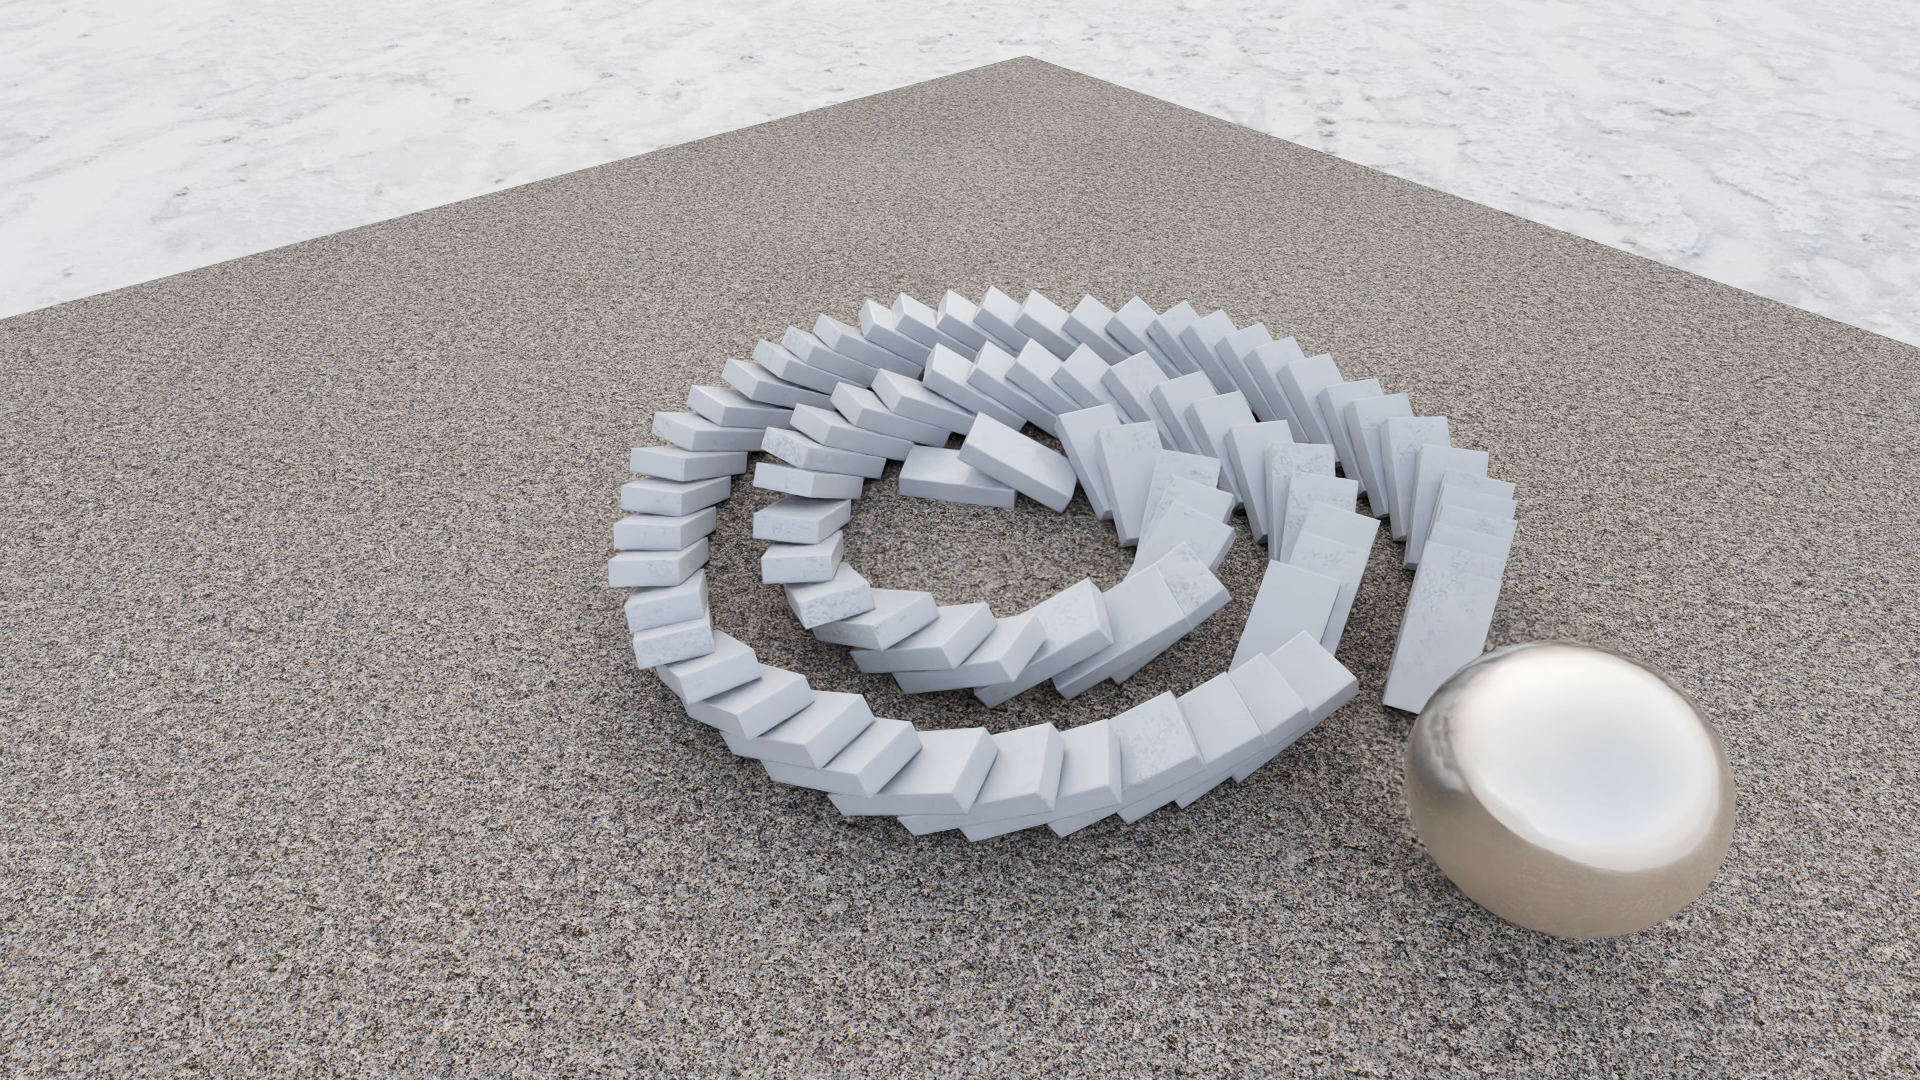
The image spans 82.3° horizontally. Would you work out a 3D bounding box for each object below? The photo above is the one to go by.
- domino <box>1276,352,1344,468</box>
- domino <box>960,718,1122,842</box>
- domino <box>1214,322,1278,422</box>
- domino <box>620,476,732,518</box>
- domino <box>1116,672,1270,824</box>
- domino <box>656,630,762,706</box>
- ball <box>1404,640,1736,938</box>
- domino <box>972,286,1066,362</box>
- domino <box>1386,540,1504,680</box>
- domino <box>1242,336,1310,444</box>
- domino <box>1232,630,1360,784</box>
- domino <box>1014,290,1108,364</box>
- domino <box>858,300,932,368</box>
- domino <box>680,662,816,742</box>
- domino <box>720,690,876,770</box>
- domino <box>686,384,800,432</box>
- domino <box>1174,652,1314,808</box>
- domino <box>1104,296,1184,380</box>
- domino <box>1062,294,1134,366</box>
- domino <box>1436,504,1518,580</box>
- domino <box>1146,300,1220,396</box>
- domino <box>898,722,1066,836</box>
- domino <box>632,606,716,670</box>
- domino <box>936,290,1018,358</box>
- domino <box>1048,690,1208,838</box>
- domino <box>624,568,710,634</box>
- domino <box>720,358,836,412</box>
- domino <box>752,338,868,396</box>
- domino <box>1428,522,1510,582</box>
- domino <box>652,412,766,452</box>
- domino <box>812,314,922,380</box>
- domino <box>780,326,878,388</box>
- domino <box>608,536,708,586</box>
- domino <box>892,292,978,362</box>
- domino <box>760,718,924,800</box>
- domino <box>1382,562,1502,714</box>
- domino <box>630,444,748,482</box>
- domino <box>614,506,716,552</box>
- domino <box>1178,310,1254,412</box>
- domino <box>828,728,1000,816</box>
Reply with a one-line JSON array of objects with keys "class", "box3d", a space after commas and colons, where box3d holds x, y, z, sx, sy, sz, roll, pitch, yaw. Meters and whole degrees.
[{"class": "domino", "box3d": [0.164, -0.058, 0.493, 0.025, 0.010, 0.050, -16, 74, -23]}, {"class": "domino", "box3d": [0.024, 0.074, 0.336, 0.050, 0.010, 0.025, -20, 34, 21]}, {"class": "domino", "box3d": [0.143, -0.076, 0.515, 0.025, 0.009, 0.050, -23, 78, -28]}, {"class": "domino", "box3d": [-0.115, -0.020, 0.450, 0.025, 0.009, 0.050, 8, 12, 9]}, {"class": "domino", "box3d": [0.068, 0.065, 0.344, 0.050, 0.010, 0.025, -32, 44, 10]}, {"class": "domino", "box3d": [-0.087, 0.042, 0.372, 0.025, 0.009, 0.050, -20, 12, -23]}, {"class": "ball", "box3d": [0.166, 0.068, 0.305, 0.080, 0.080, 0.080, 0, 39, 0]}, {"class": "domino", "box3d": [0.032, -0.105, 0.551, 0.050, 0.009, 0.025, 32, 38, -11]}, {"class": "domino", "box3d": [0.168, 0.028, 0.382, 0.025, 0.050, 0.010, 16, 2, 18]}, {"class": "domino", "box3d": [0.153, -0.067, 0.504, 0.025, 0.010, 0.050, -20, 76, -27]}, {"class": "domino", "box3d": [0.102, 0.054, 0.362, 0.050, 0.010, 0.025, -36, 46, -4]}, {"class": "domino", "box3d": [0.052, -0.102, 0.549, 0.050, 0.009, 0.025, 32, 40, -10]}, {"class": "domino", "box3d": [-0.025, -0.099, 0.544, 0.050, 0.010, 0.025, 22, 31, -28]}, {"class": "domino", "box3d": [-0.071, 0.052, 0.362, 0.025, 0.009, 0.050, -29, 17, -31]}, {"class": "domino", "box3d": [-0.053, 0.059, 0.351, 0.050, 0.010, 0.025, -4, 27, 48]}, {"class": "domino", "box3d": [-0.095, -0.059, 0.498, 0.025, 0.009, 0.050, 32, 21, 33]}, {"class": "domino", "box3d": [0.084, 0.061, 0.351, 0.050, 0.010, 0.025, -35, 44, 4]}, {"class": "domino", "box3d": [0.097, -0.096, 0.541, 0.050, 0.009, 0.025, 43, 49, 2]}, {"class": "domino", "box3d": [0.077, -0.099, 0.547, 0.050, 0.009, 0.025, 36, 45, 0]}, {"class": "domino", "box3d": [0.181, 0.014, 0.398, 0.025, 0.050, 0.009, 16, 2, 18]}, {"class": "domino", "box3d": [0.116, -0.090, 0.533, 0.025, 0.009, 0.050, -35, 83, -35]}, {"class": "domino", "box3d": [0.006, 0.073, 0.333, 0.050, 0.010, 0.025, -18, 35, 30]}, {"class": "domino", "box3d": [-0.099, 0.032, 0.384, 0.025, 0.010, 0.050, -12, 10, -12]}, {"class": "domino", "box3d": [0.013, -0.104, 0.550, 0.050, 0.010, 0.025, 27, 36, -18]}, {"class": "domino", "box3d": [0.048, 0.069, 0.339, 0.050, 0.009, 0.025, -29, 41, 13]}, {"class": "domino", "box3d": [-0.105, 0.021, 0.397, 0.025, 0.010, 0.050, -12, 10, -9]}, {"class": "domino", "box3d": [-0.082, -0.070, 0.509, 0.025, 0.010, 0.050, 36, 19, 36]}, {"class": "domino", "box3d": [-0.070, -0.079, 0.518, 0.050, 0.009, 0.025, 13, 19, -49]}, {"class": "domino", "box3d": [0.174, 0.021, 0.390, 0.025, 0.050, 0.009, 16, 2, 18]}, {"class": "domino", "box3d": [-0.107, -0.047, 0.483, 0.025, 0.010, 0.050, 24, 17, 28]}, {"class": "domino", "box3d": [-0.044, -0.093, 0.534, 0.050, 0.010, 0.025, 17, 20, -40]}, {"class": "domino", "box3d": [-0.058, -0.086, 0.526, 0.050, 0.010, 0.025, 15, 19, -45]}, {"class": "domino", "box3d": [-0.113, 0.008, 0.415, 0.025, 0.009, 0.050, -1, 9, -1]}, {"class": "domino", "box3d": [-0.010, -0.103, 0.547, 0.050, 0.009, 0.025, 24, 29, -24]}, {"class": "domino", "box3d": [-0.038, 0.066, 0.344, 0.050, 0.009, 0.025, -4, 28, 46]}, {"class": "domino", "box3d": [0.163, 0.035, 0.373, 0.025, 0.050, 0.009, 16, 2, 18]}, {"class": "domino", "box3d": [-0.114, -0.033, 0.464, 0.025, 0.010, 0.050, 11, 10, 17]}, {"class": "domino", "box3d": [-0.115, -0.005, 0.431, 0.025, 0.010, 0.050, 2, 10, 2]}, {"class": "domino", "box3d": [0.129, -0.084, 0.525, 0.025, 0.010, 0.050, -29, 81, -33]}, {"class": "domino", "box3d": [-0.015, 0.071, 0.336, 0.050, 0.010, 0.025, -11, 33, 38]}]
